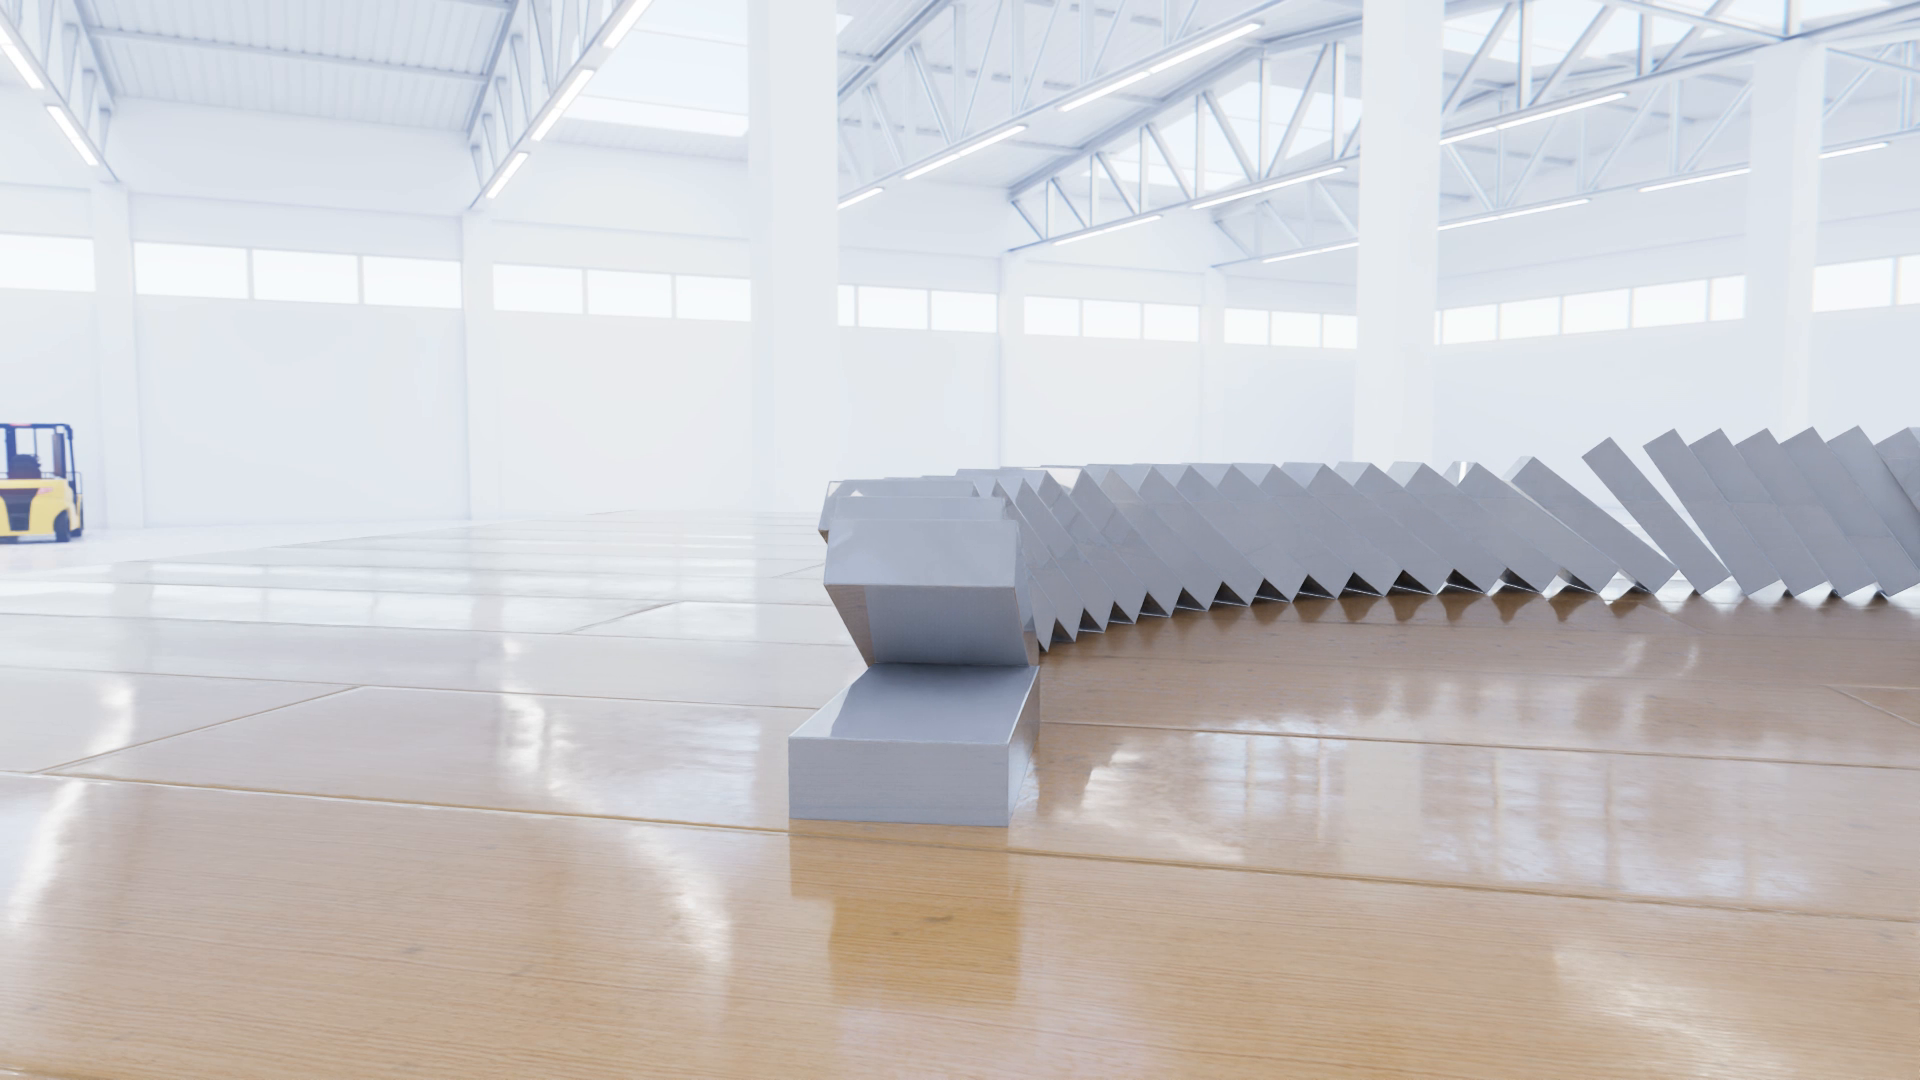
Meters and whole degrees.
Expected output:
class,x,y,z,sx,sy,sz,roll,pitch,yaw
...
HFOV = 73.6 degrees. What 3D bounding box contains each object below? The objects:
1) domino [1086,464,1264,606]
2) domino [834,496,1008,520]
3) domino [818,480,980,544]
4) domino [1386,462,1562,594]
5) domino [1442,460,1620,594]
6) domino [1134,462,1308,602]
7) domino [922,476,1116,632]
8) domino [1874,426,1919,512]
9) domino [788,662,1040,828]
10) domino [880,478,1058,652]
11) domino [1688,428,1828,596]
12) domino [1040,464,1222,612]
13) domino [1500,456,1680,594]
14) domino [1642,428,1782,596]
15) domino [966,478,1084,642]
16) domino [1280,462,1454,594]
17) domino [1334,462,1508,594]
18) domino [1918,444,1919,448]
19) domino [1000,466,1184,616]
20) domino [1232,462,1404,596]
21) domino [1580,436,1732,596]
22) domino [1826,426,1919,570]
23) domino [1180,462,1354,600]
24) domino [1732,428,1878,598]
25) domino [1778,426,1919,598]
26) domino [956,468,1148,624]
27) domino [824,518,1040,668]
class,x,y,z,sx,sy,sz,roll,pitch,yaw
domino,0.055,-0.001,0.336,0.050,0.009,0.025,40,-18,-29
domino,-0.003,0.010,0.209,0.025,0.010,0.050,1,-28,9
domino,-0.004,0.007,0.228,0.025,0.009,0.050,0,-31,16
domino,0.148,-0.004,0.376,0.050,0.010,0.025,36,4,-2
domino,0.166,-0.004,0.377,0.050,0.009,0.025,37,8,3
domino,0.068,-0.002,0.347,0.050,0.010,0.025,38,-13,-24
domino,0.012,0.004,0.280,0.025,0.009,0.050,3,-29,33
domino,0.274,-0.007,0.350,0.025,0.050,0.009,-3,-27,-36
domino,-0.004,0.025,0.168,0.025,0.009,0.050,1,4,8
domino,-0.002,0.006,0.247,0.025,0.009,0.050,1,-30,26
domino,0.229,-0.009,0.370,0.010,0.050,0.025,-35,-13,27
domino,0.042,0.000,0.325,0.050,0.009,0.025,41,-21,-32
domino,0.184,-0.005,0.377,0.050,0.009,0.025,41,14,10
domino,0.217,-0.009,0.372,0.009,0.050,0.025,-35,-13,27
domino,0.005,0.005,0.264,0.025,0.009,0.050,2,-29,29
domino,0.115,-0.004,0.369,0.050,0.009,0.025,36,-3,-11
domino,0.132,-0.004,0.374,0.050,0.009,0.025,36,1,-5
domino,0.278,-0.006,0.339,0.025,0.050,0.009,-3,-28,-34
domino,0.031,0.001,0.310,0.025,0.009,0.050,4,-30,44
domino,0.099,-0.003,0.364,0.050,0.010,0.025,36,-5,-14
domino,0.203,-0.008,0.375,0.009,0.050,0.025,-41,-15,24
domino,0.266,-0.009,0.363,0.009,0.050,0.025,-37,-20,32
domino,0.083,-0.003,0.356,0.050,0.010,0.025,37,-10,-20
domino,0.241,-0.009,0.368,0.009,0.050,0.025,-35,-13,27
domino,0.253,-0.009,0.366,0.009,0.050,0.025,-35,-14,27
domino,0.020,0.002,0.297,0.025,0.009,0.050,4,-30,40
domino,-0.002,0.012,0.190,0.025,0.009,0.050,1,-25,7
